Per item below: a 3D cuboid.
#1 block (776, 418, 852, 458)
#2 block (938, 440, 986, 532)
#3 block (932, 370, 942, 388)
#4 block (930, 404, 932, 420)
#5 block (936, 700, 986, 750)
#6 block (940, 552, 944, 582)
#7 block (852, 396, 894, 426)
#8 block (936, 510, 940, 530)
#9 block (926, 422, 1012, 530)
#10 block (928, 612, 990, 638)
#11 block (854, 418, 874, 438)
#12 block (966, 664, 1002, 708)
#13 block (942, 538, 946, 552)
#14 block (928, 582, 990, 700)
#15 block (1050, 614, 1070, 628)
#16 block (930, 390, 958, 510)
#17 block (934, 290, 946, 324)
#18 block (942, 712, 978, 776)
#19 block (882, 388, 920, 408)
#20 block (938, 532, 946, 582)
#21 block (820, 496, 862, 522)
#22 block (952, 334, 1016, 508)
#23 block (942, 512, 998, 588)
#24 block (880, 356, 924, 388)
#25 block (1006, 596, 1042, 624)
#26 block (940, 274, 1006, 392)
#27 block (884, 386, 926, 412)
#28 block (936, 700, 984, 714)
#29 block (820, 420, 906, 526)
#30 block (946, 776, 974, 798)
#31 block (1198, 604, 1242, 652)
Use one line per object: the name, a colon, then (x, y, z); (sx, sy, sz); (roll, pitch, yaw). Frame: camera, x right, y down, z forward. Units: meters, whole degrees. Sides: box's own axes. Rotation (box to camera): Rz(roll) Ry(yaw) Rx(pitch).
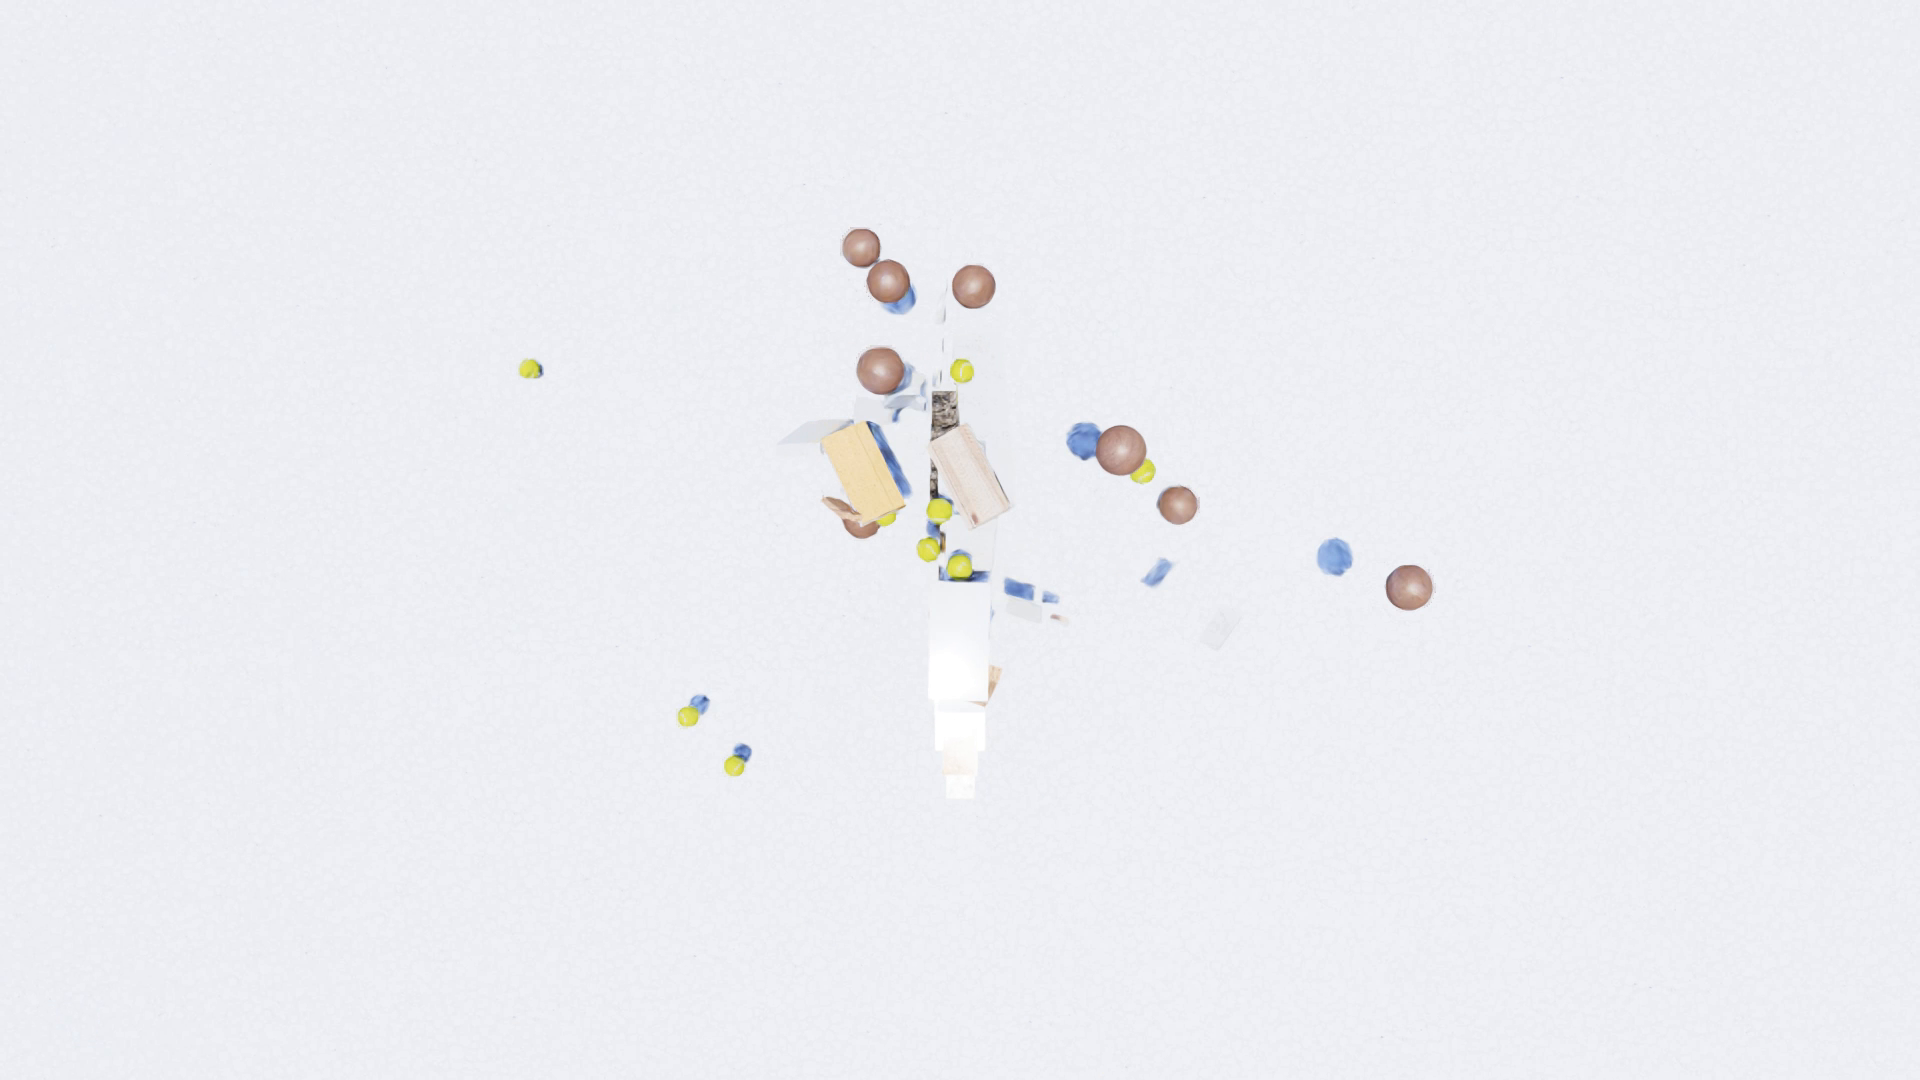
block: (-0.446, -0.315, 5.066); (0.142, 0.284, 0.040); (-1, 108, 17)
block: (0.007, -0.148, 4.591); (0.131, 0.037, 0.262); (4, 112, 14)
block: (0.007, -0.494, 5.080); (0.173, 0.347, 0.049); (2, 94, -4)
block: (-0.002, -0.382, 5.039); (0.171, 0.436, 0.048); (1, 92, -1)
block: (0.001, 0.471, 4.849); (0.146, 0.041, 0.292); (0, 90, 0)
block: (-0.006, 0.139, 4.648); (0.101, 0.029, 0.203); (2, 88, 0)
block: (-0.263, -0.394, 5.016); (0.142, 0.019, 0.068); (16, 97, 37)
block: (-0.002, -0.180, 5.185); (0.147, 0.042, 0.294); (0, 90, 0)
block: (0.024, -0.172, 4.473); (0.131, 0.037, 0.262); (-29, 81, 10)
block: (0.001, 0.226, 4.377); (0.149, 0.299, 0.042); (-9, 77, 0)
block: (-0.306, -0.324, 5.222); (0.064, 0.018, 0.128); (1, 81, -7)
block: (0.019, 0.371, 4.379); (0.149, 0.299, 0.042); (18, 72, 0)
block: (0.001, 0.047, 4.766); (0.101, 0.203, 0.029); (0, 113, 0)
block: (-0.002, 0.256, 4.205); (0.149, 0.042, 0.299); (1, 90, 0)
block: (0.298, 0.239, 4.910); (0.056, 0.112, 0.016); (16, 82, 6)
block: (0.000, -0.259, 4.796); (0.171, 0.048, 0.342); (1, 90, 0)
block: (0.015, -0.727, 5.200); (0.173, 0.589, 0.049); (1, 92, -3)
block: (0.001, 0.560, 4.619); (0.098, 0.028, 0.195); (1, 90, 0)
block: (-0.175, -0.421, 4.899); (0.068, 0.136, 0.019); (-2, 79, -23)
block: (0.006, 0.030, 4.884); (0.131, 0.037, 0.261); (3, 90, 0)
block: (-0.346, -0.091, 4.805); (0.068, 0.136, 0.019); (11, 105, -36)
block: (0.067, -0.342, 4.725); (0.142, 0.040, 0.518); (-2, 75, -7)
block: (0.024, 0.068, 4.534); (0.131, 0.037, 0.276); (7, 102, 9)
block: (-0.175, -0.495, 4.982); (0.128, 0.018, 0.064); (31, 59, -7)
block: (0.192, 0.208, 4.939); (0.112, 0.016, 0.056); (18, 121, 25)
block: (0.038, -0.602, 4.881); (0.173, 0.049, 0.346); (4, 90, -4)
block: (-0.165, -0.426, 5.002); (0.128, 0.064, 0.018); (17, 70, 4)
block: (0.007, 0.344, 4.546); (0.130, 0.037, 0.261); (2, 90, 0)
block: (-0.286, -0.197, 4.866); (0.142, 0.040, 0.283); (-24, 80, -11)
block: (0.002, 0.708, 5.086); (0.087, 0.025, 0.175); (0, 90, 0)
block: (0.649, 0.219, 4.112); (0.056, 0.016, 0.112); (31, 72, 23)
